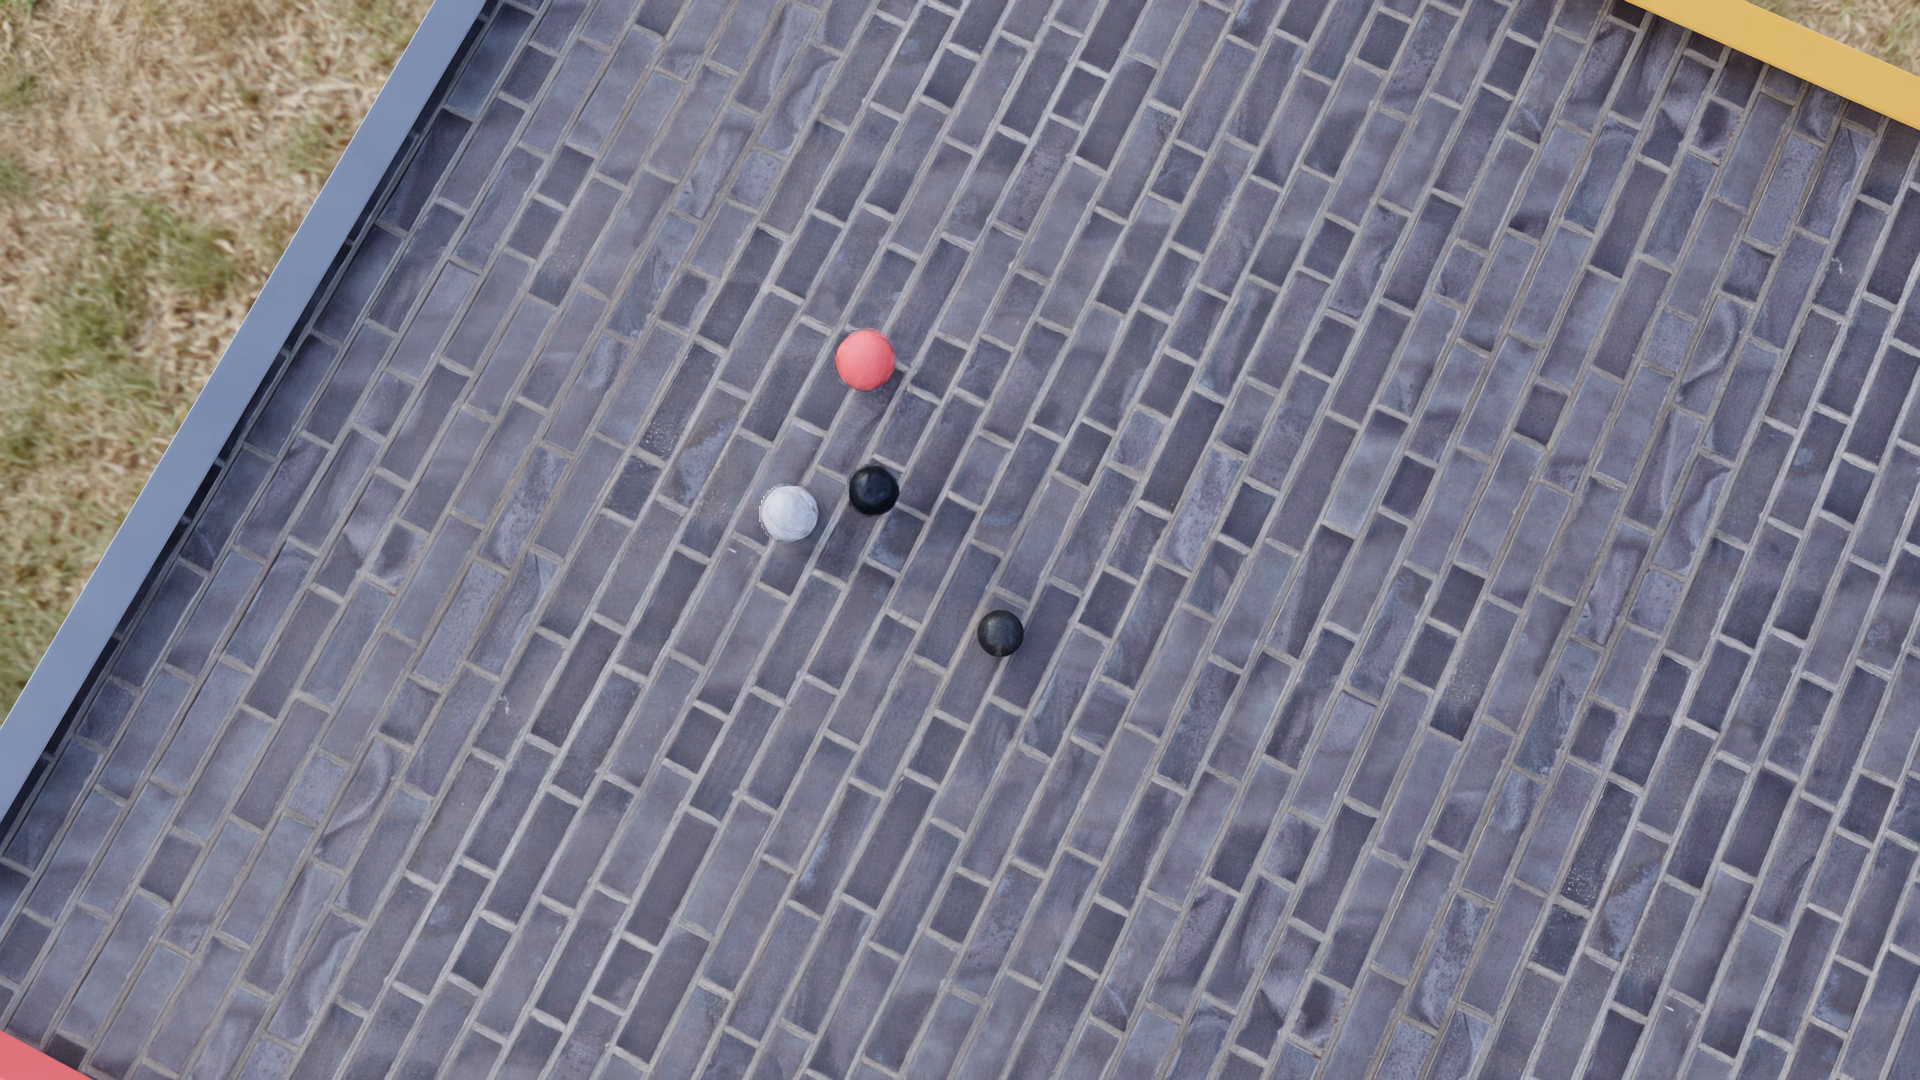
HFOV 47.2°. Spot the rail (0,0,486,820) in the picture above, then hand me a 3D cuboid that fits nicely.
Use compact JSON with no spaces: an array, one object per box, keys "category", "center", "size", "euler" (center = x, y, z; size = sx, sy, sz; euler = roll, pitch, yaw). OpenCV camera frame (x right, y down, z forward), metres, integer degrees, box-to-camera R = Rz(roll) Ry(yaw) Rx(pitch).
[{"category":"rail","center":[-0.972,-0.474,3.401],"size":[0.045,0.119,2.598],"euler":[26,78,6]}]

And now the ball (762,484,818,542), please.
[{"category":"ball","center":[-0.257,-0.040,3.319],"size":[0.086,0.086,0.086],"euler":[0,77,0]}]

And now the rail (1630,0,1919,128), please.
[{"category":"rail","center":[1.559,-0.639,3.439],"size":[4.433,0.119,0.045],"euler":[26,78,6]}]

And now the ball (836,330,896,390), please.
[{"category":"ball","center":[-0.145,-0.274,3.360],"size":[0.092,0.092,0.092],"euler":[0,77,0]}]

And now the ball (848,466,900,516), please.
[{"category":"ball","center":[-0.131,-0.074,3.332],"size":[0.078,0.078,0.078],"euler":[0,77,0]}]

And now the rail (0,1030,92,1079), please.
[{"category":"rail","center":[0.427,1.588,2.926],"size":[4.433,0.119,0.045],"euler":[26,78,6]}]

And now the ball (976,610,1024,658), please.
[{"category":"ball","center":[0.060,0.140,3.286],"size":[0.071,0.071,0.071],"euler":[0,77,0]}]
